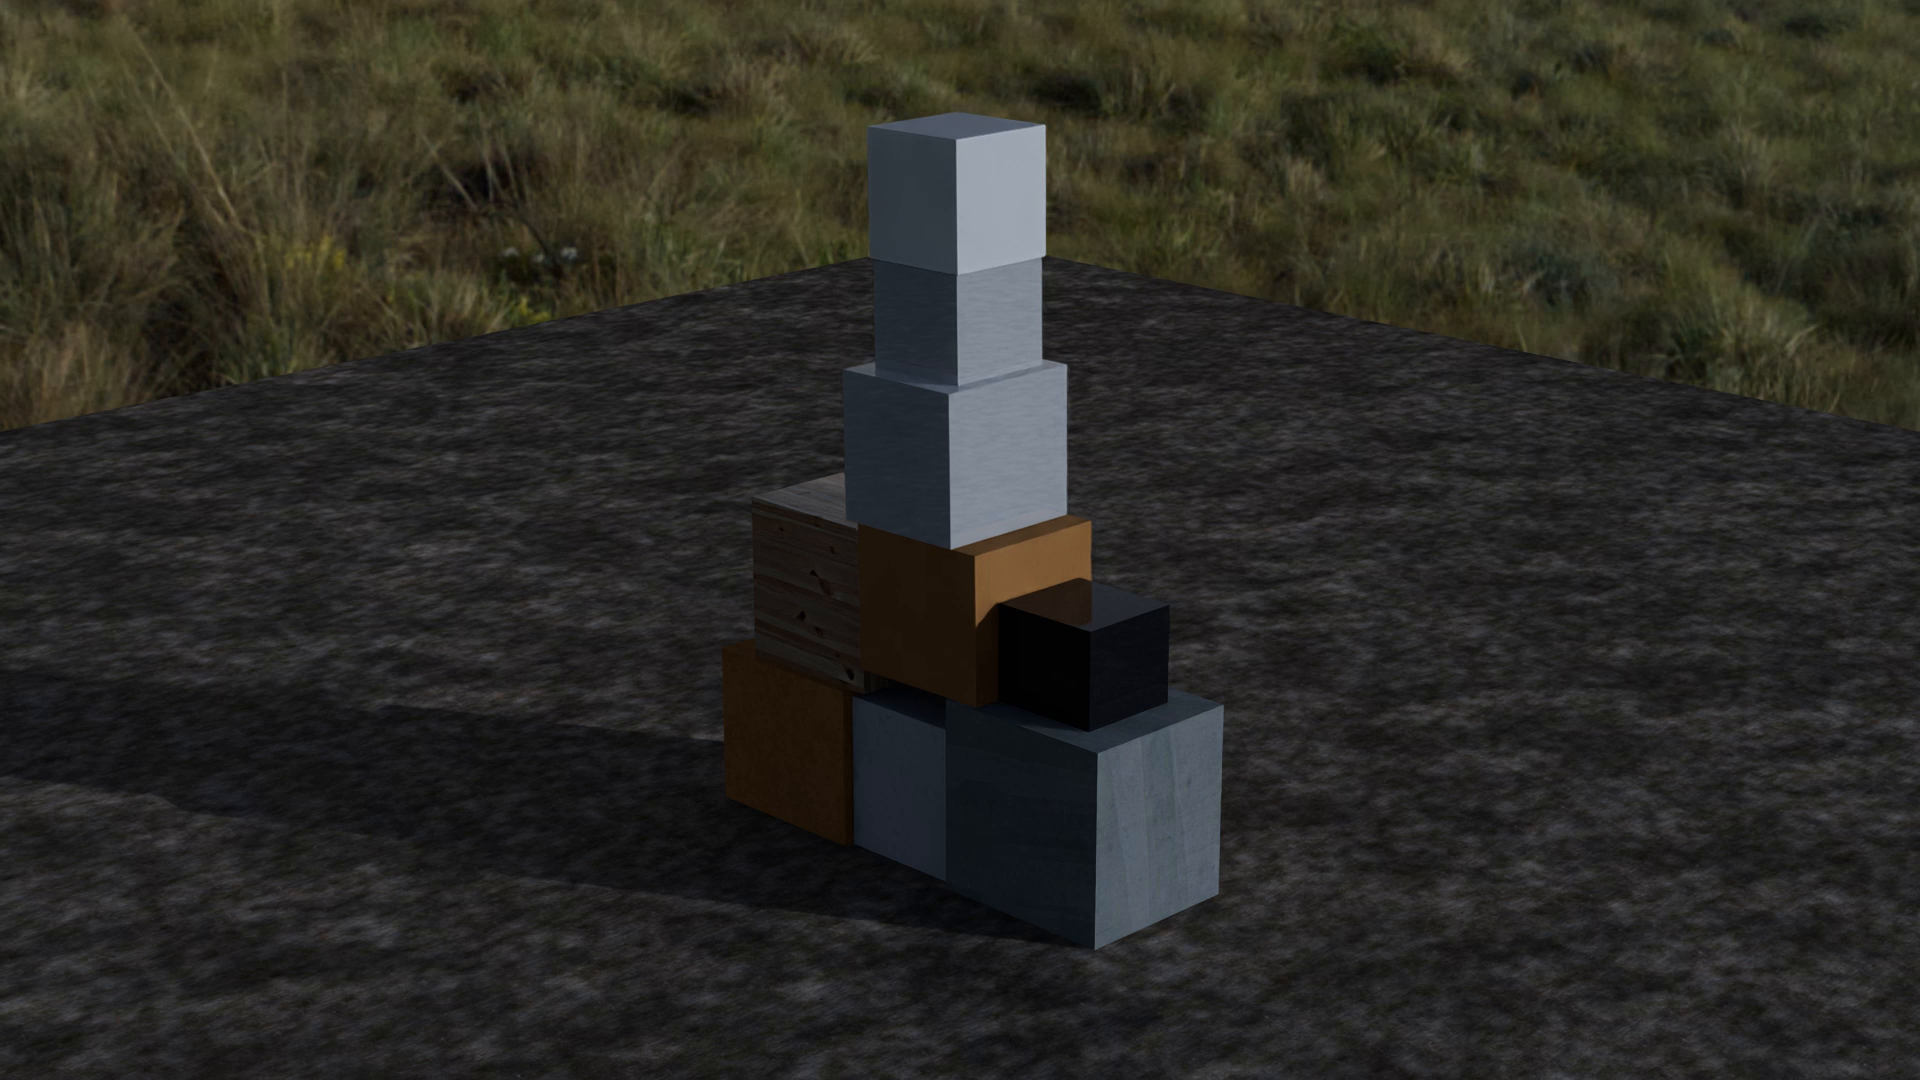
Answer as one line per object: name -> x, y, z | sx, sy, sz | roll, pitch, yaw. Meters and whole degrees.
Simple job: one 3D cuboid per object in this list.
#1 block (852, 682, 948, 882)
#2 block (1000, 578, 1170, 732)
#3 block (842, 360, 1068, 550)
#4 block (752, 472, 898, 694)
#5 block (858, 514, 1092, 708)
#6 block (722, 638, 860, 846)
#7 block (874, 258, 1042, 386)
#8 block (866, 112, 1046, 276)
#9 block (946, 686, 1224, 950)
block -> -0.028, 1.074, 13.692 | 0.674, 0.741, 0.659 | -17, 24, -42
block -> 0.548, 0.499, 12.945 | 0.515, 0.459, 0.541 | -17, 24, -42
block -> -0.018, -0.438, 13.208 | 0.747, 0.701, 0.672 | -17, 23, -42
block -> -0.468, 0.181, 13.876 | 0.688, 0.792, 0.758 | -17, 24, -42
block -> 0.069, 0.252, 13.340 | 0.748, 0.699, 0.744 | -17, 23, -42
block -> -0.569, 0.896, 14.208 | 0.776, 0.771, 0.857 | -17, 24, -42
block -> -0.008, -1.015, 13.051 | 0.535, 0.494, 0.521 | -17, 23, -42
block -> -0.013, -1.532, 12.895 | 0.553, 0.585, 0.551 | -17, 23, -42
block -> 0.552, 1.155, 13.145 | 0.827, 0.914, 0.915 | -17, 24, -42
